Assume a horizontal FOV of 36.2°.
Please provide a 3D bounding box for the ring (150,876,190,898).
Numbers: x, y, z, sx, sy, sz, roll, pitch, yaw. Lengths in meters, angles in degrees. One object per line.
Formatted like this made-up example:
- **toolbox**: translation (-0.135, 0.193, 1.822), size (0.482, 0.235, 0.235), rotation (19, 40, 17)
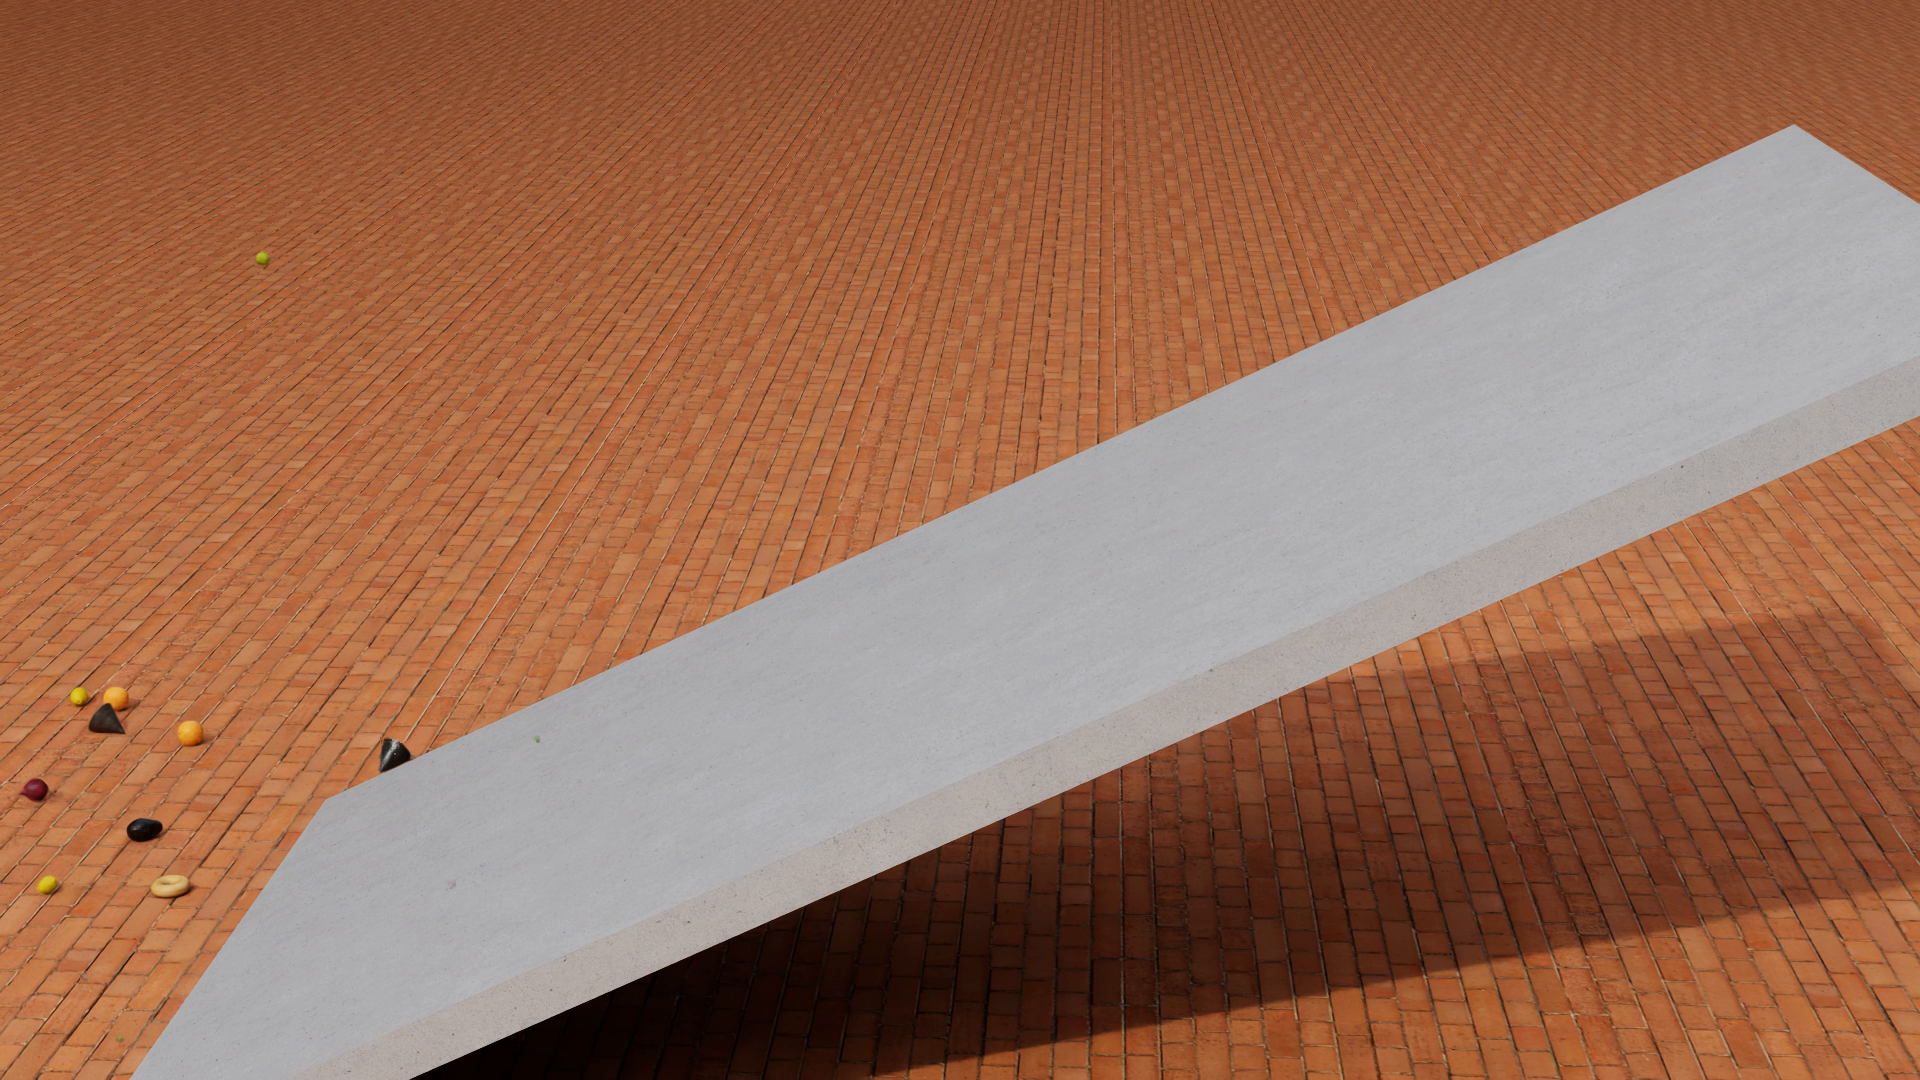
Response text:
- **ring**: translation (-1.933, 0.848, 7.202), size (0.095, 0.032, 0.095), rotation (-1, 16, 0)

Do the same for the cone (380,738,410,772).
- **cone**: translation (-1.561, 0.604, 8.025), size (0.090, 0.090, 0.090), rotation (8, 45, 25)

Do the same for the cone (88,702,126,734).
- **cone**: translation (-2.390, 0.523, 8.300), size (0.093, 0.093, 0.093), rotation (32, 24, 9)

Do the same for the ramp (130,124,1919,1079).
- **ramp**: translation (0.137, 0.168, 6.281), size (4.000, 0.100, 2.000), rotation (-25, 14, 9)
